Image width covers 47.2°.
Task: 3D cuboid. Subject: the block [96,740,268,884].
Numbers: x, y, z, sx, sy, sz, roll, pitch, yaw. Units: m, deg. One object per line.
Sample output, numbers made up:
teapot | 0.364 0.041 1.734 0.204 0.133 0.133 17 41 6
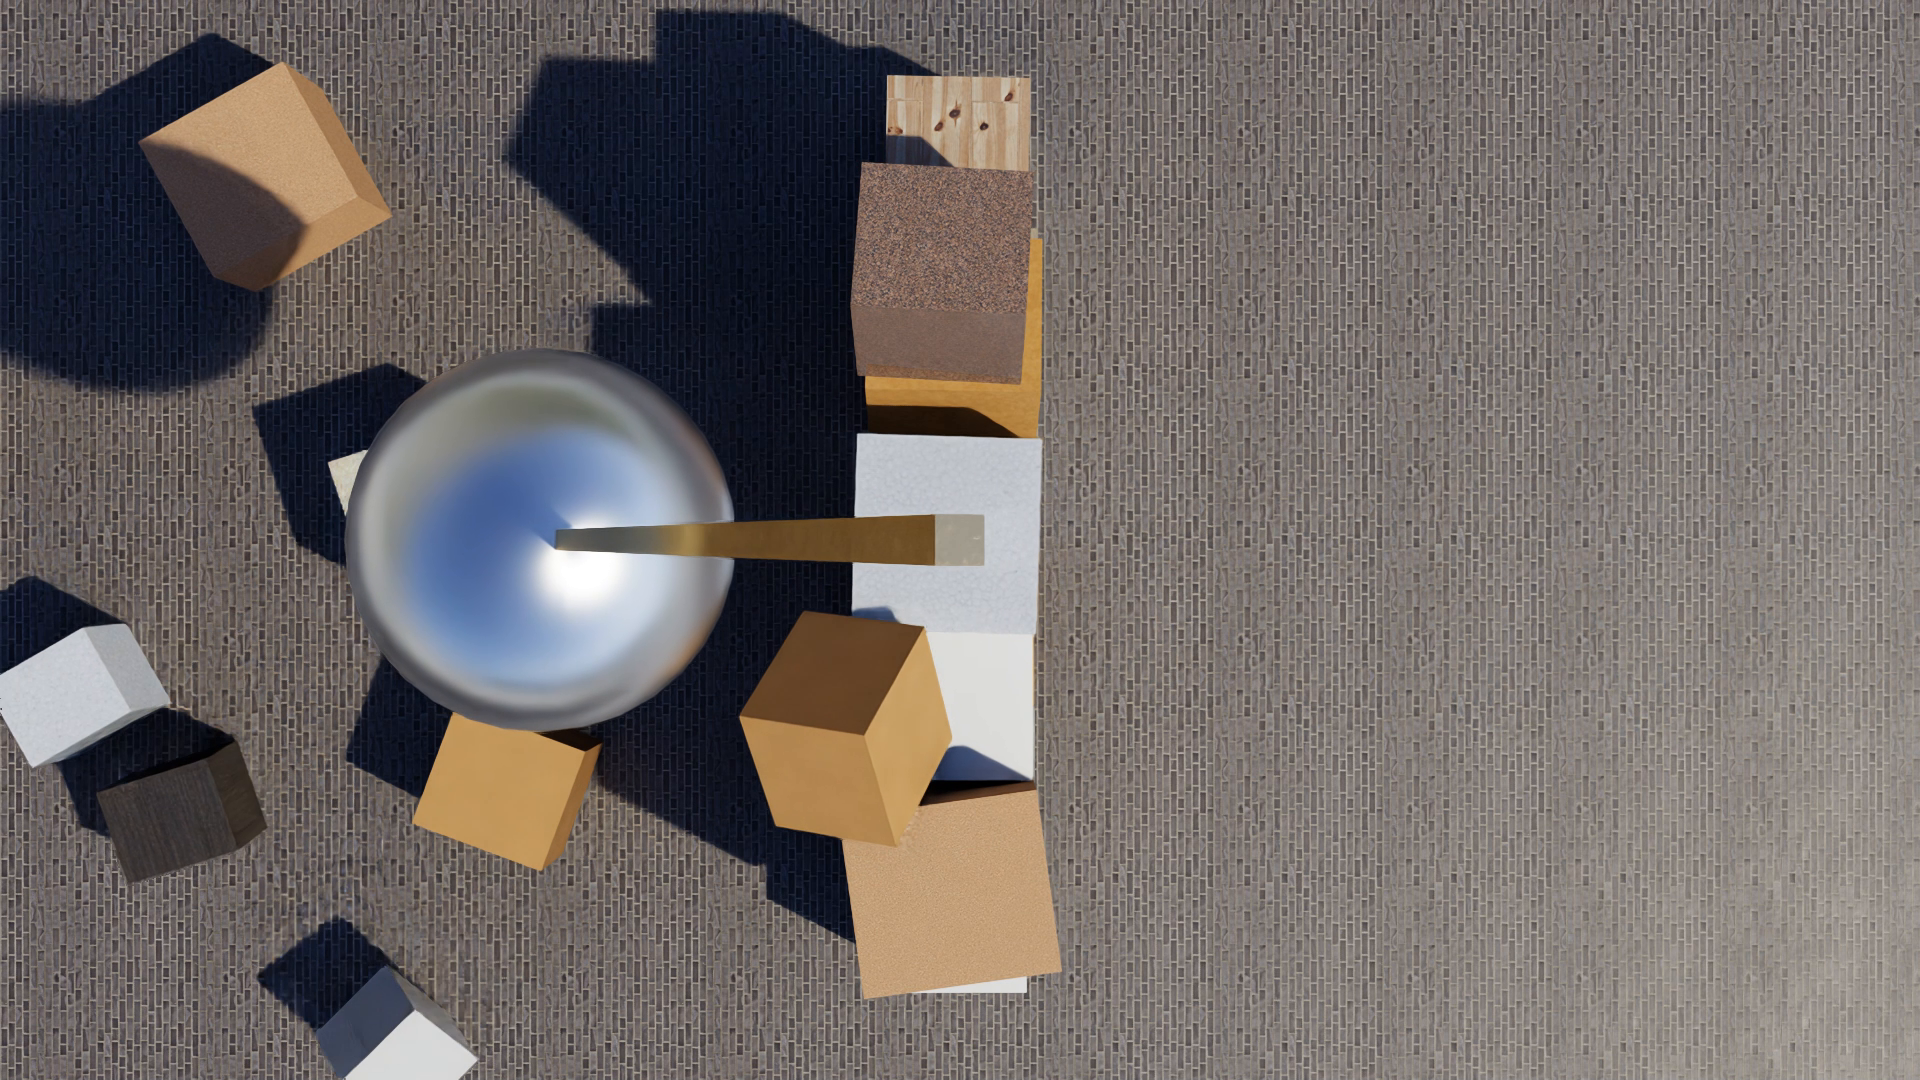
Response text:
block | -4.478 1.562 12.686 0.652 0.579 0.550 -17 95 0

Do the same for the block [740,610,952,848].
block | -0.552 0.936 10.986 0.672 0.768 0.784 7 133 23

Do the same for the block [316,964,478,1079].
block | -3.207 2.885 12.526 0.549 0.497 0.575 -44 128 -9

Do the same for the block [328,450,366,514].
block | -2.977 -0.166 12.611 0.853 0.777 0.844 -18 90 0

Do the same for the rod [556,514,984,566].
rod | -0.752 0.000 5.906 0.080 5.200 0.080 0 90 -17

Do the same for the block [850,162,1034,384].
block | -0.083 -1.321 11.014 0.841 0.871 0.764 3 72 1

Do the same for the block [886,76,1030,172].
block | -0.014 -2.008 11.716 0.739 0.707 0.775 1 90 0

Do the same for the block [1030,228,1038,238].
block | 0.003 -1.300 12.635 0.856 0.730 0.877 0 90 0

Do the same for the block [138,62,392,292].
block | -3.967 -2.066 12.625 0.924 0.751 0.862 -29 90 0

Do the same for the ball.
ball | -1.735 0.000 9.161 1.600 1.600 1.600 0 90 0

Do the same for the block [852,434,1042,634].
block | -0.068 -0.032 11.597 0.934 1.007 0.988 2 90 0

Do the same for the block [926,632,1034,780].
block | 0.024 0.869 11.799 0.715 0.617 0.773 0 90 0

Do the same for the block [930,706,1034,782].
block | 0.001 1.308 12.583 0.821 0.835 0.775 0 90 0

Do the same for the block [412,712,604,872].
block | -2.591 1.390 12.673 0.774 0.655 0.716 20 90 0

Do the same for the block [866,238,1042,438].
block | -0.028 -1.063 11.779 0.904 0.744 0.868 1 72 0

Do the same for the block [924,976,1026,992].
block | -0.018 2.103 12.572 0.771 0.855 0.794 0 90 0

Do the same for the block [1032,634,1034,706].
block | 0.014 0.493 12.554 0.782 0.892 0.835 0 90 0

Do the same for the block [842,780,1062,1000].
block | -0.049 1.786 11.609 1.007 1.071 0.924 -8 90 0

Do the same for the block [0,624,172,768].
block | -5.072 0.887 12.679 0.641 0.641 0.543 -30 90 0
